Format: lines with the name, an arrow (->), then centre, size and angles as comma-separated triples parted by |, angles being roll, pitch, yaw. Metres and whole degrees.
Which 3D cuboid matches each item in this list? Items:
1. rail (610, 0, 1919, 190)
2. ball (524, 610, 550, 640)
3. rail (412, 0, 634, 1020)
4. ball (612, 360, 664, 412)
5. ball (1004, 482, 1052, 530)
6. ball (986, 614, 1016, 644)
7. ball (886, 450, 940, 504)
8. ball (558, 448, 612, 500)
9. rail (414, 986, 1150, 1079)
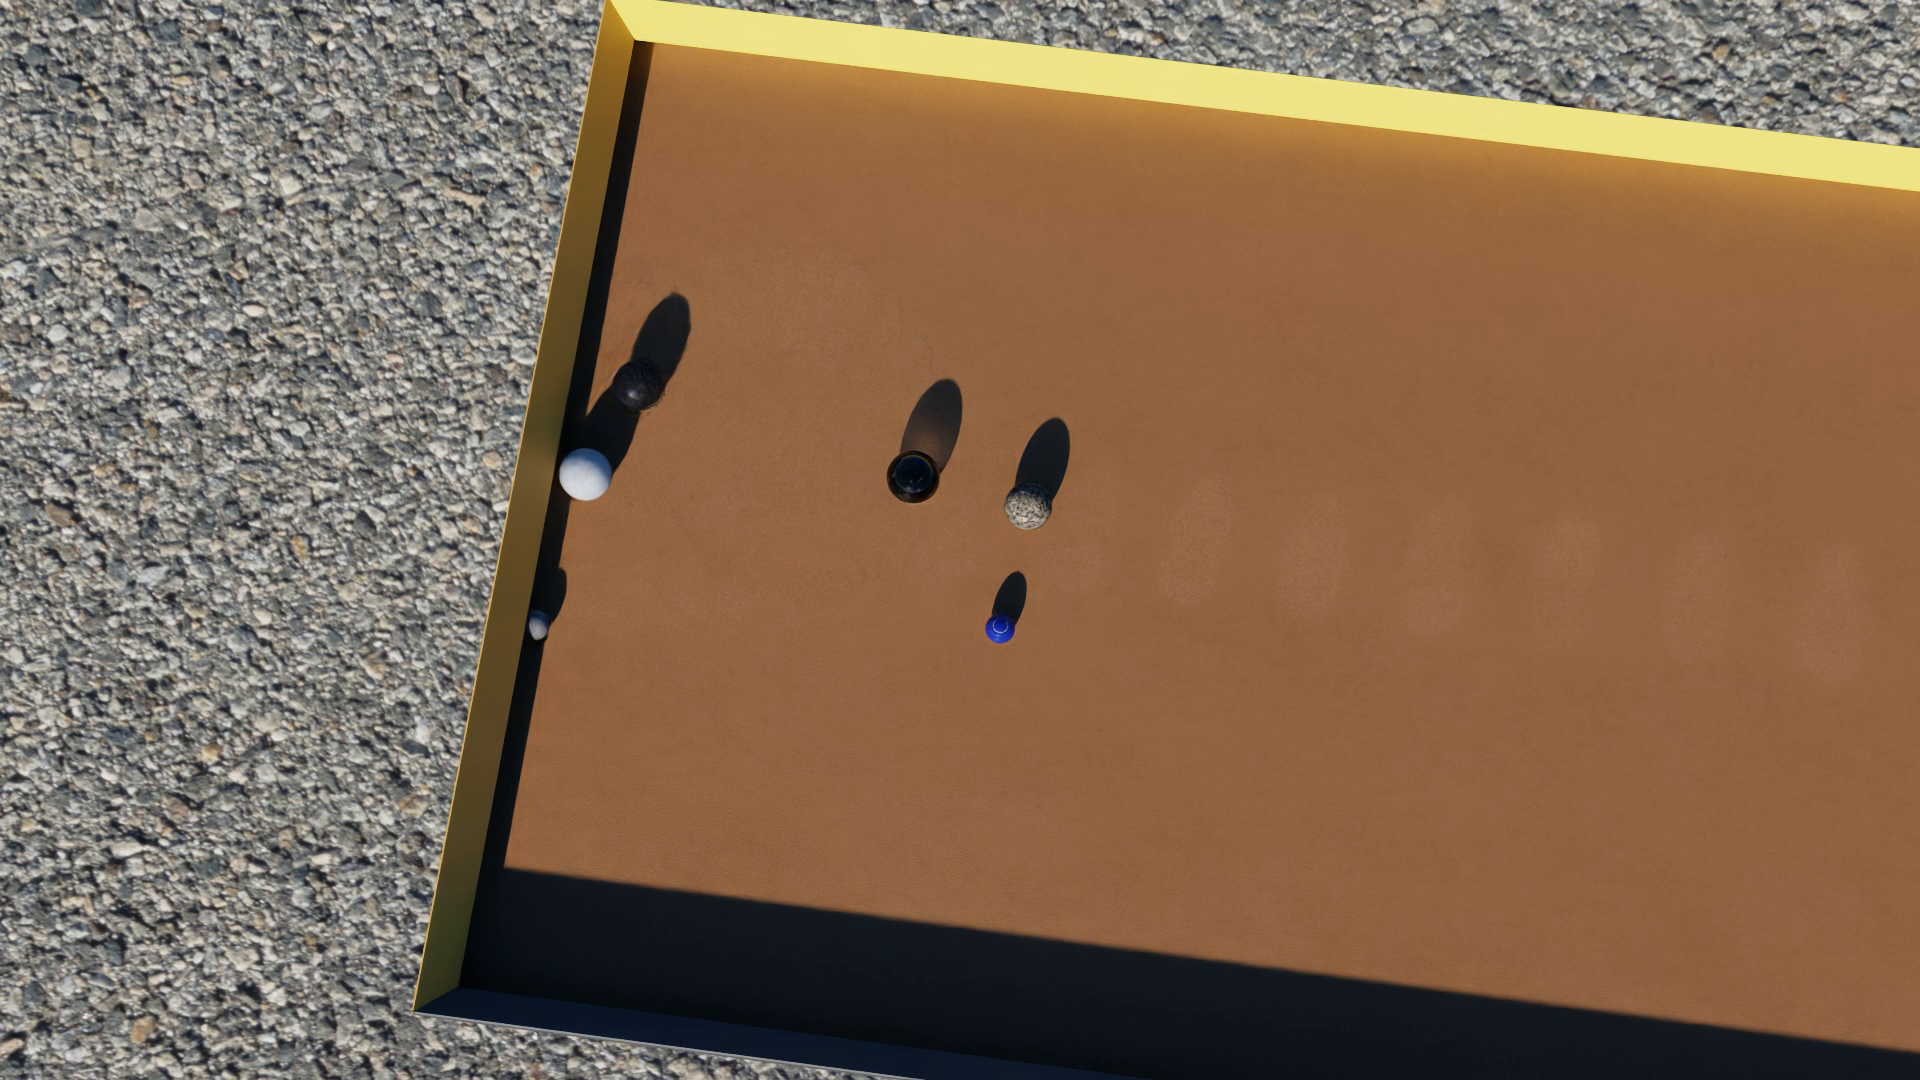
rail -> 0.769, -0.669, 3.511 | 2.698, 0.108, 0.045 | 7, 75, 2
ball -> -0.644, 0.129, 3.328 | 0.047, 0.047, 0.047 | 0, 75, 0
rail -> -0.646, -0.086, 3.353 | 0.045, 0.108, 1.607 | 7, 75, 2
ball -> -0.499, -0.240, 3.410 | 0.080, 0.080, 0.080 | 0, 75, 0
ball -> 0.105, -0.052, 3.363 | 0.073, 0.073, 0.073 | 0, 75, 0
ball -> 0.061, 0.134, 3.327 | 0.046, 0.046, 0.046 | 0, 75, 0
ball -> -0.072, -0.096, 3.370 | 0.083, 0.083, 0.083 | 0, 75, 0
ball -> -0.575, -0.101, 3.372 | 0.081, 0.081, 0.081 | 0, 75, 0
rail -> 0.569, 0.825, 3.107 | 2.698, 0.108, 0.045 | 7, 75, 2
